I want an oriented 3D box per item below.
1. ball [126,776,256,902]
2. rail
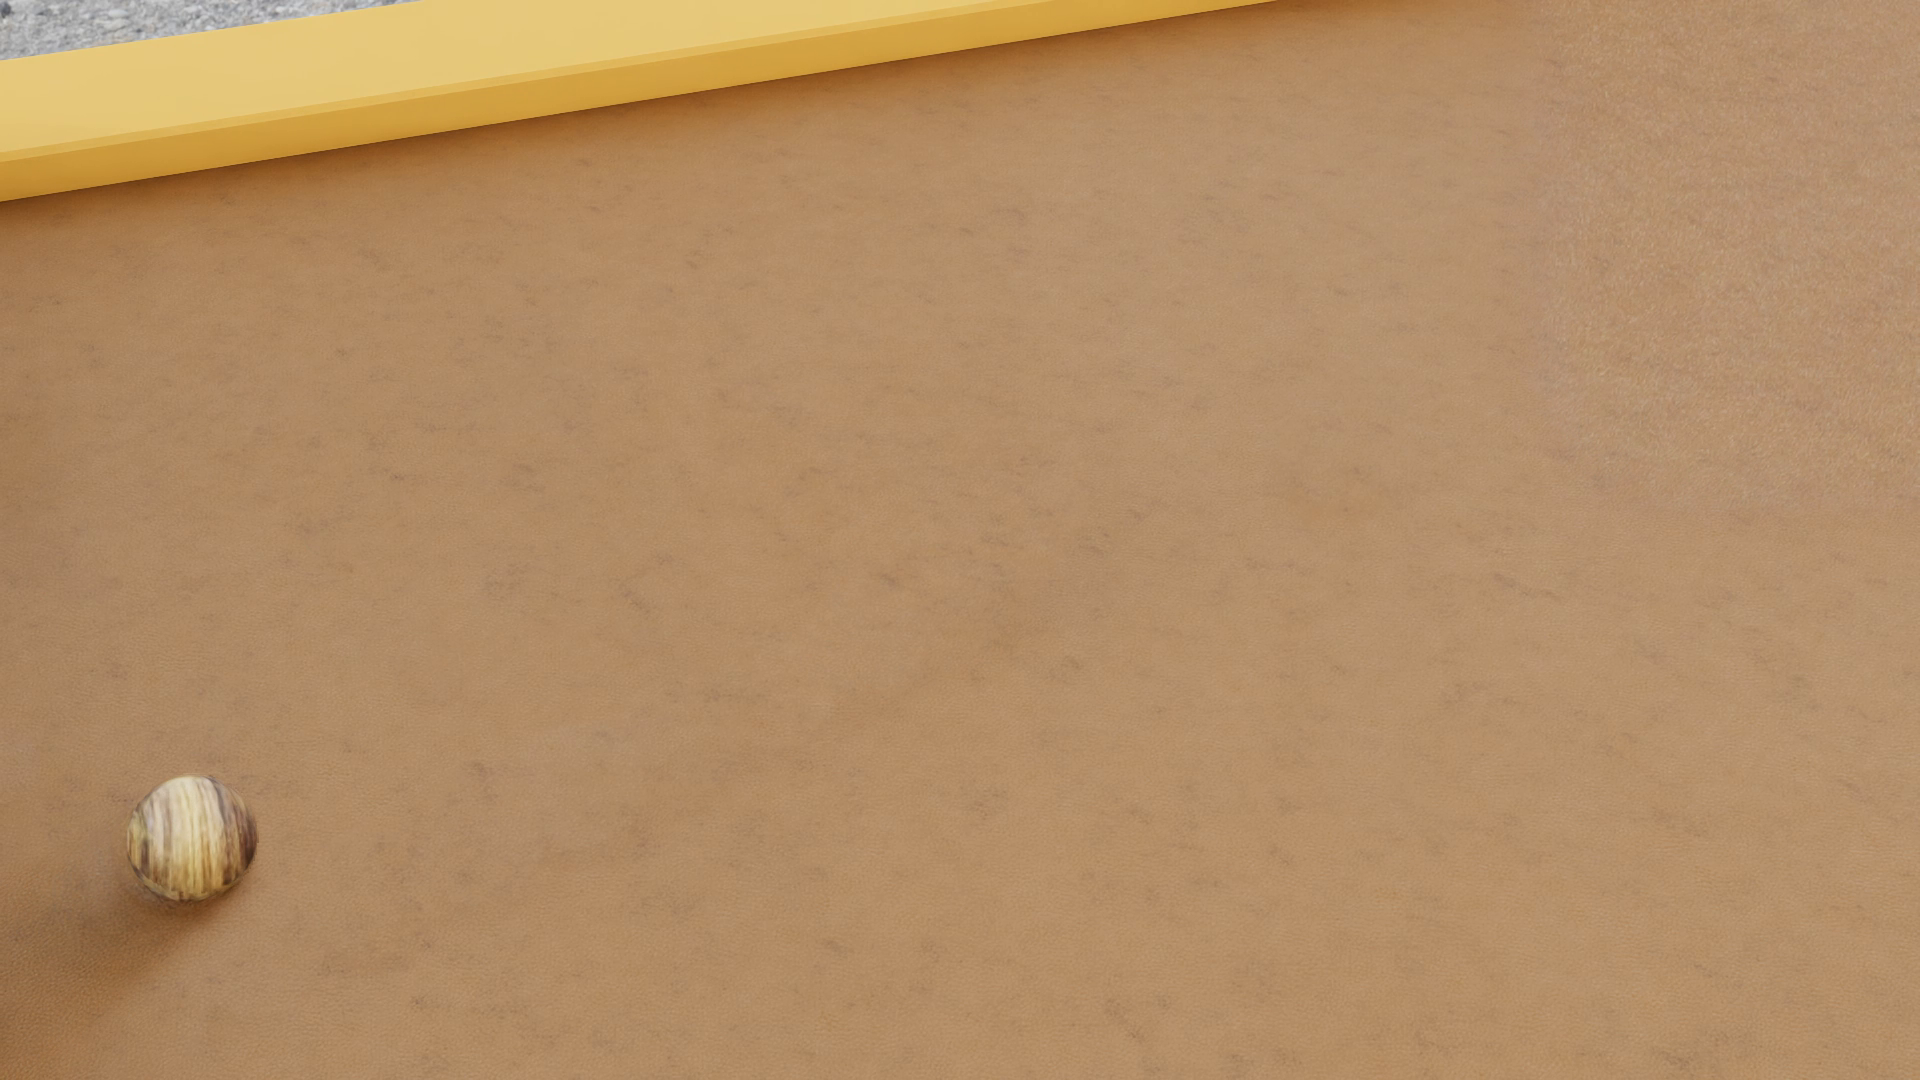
[{"bbox_3d":[-0.401,0.156,1.339,0.065,0.065,0.065,0,35,0],"label":"ball"},{"bbox_3d":[0.366,-0.533,2.264,2.597,0.112,0.045,-12,37,-16],"label":"rail"}]
